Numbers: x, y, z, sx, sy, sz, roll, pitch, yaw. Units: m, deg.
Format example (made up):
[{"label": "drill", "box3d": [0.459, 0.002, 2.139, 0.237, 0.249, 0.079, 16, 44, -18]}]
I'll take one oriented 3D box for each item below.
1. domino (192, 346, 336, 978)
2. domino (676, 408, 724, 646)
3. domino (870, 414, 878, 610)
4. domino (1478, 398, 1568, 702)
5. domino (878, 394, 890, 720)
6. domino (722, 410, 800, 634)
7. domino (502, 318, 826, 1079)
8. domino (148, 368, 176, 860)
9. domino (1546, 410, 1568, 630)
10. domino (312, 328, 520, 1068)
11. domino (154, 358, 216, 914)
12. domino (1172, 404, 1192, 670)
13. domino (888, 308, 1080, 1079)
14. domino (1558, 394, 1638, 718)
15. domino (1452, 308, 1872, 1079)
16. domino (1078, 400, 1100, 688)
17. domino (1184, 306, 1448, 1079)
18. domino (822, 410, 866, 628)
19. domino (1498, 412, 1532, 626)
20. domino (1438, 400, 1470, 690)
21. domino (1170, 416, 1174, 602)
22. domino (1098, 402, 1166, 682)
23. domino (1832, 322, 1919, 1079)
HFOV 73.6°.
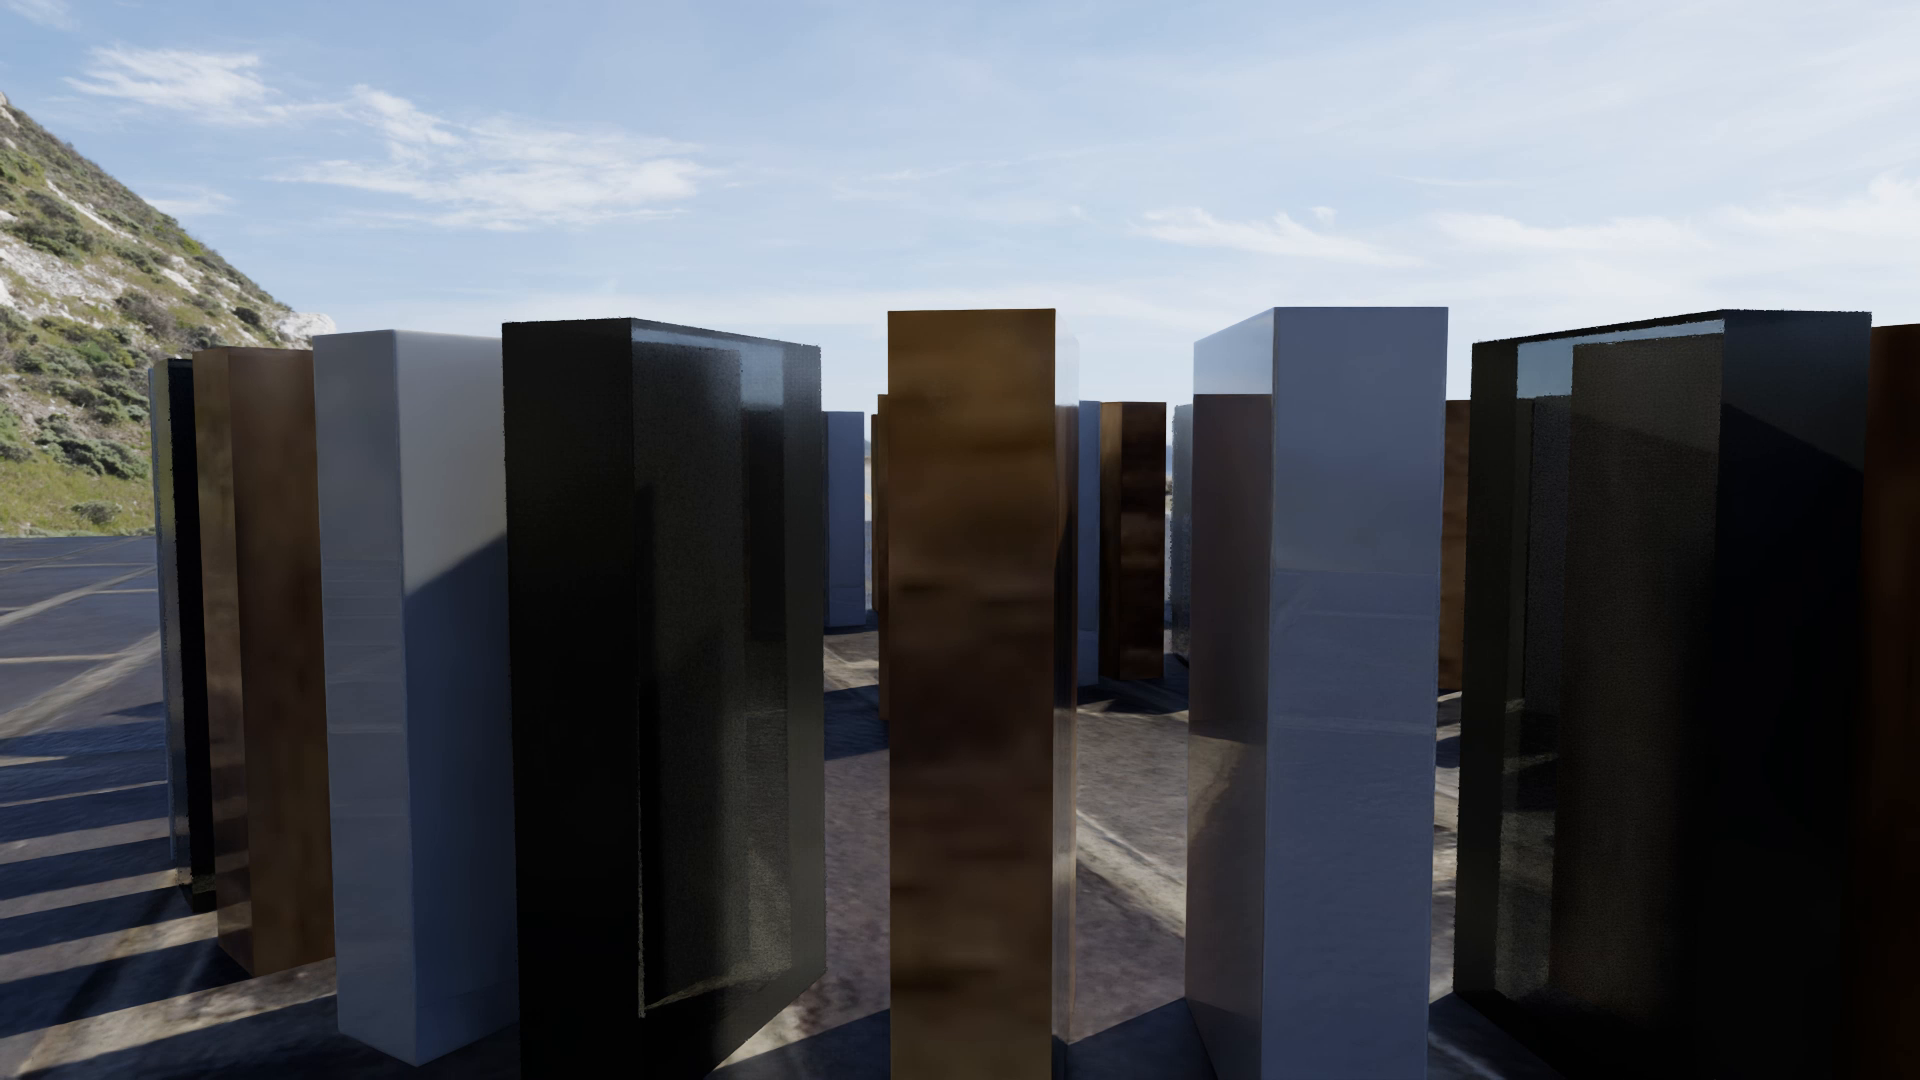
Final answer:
[{"label": "domino", "box3d": [-0.051, 0.009, 0.113, 0.009, 0.050, 0.025, 4, 6, 45]}, {"label": "domino", "box3d": [-0.064, -0.003, 0.280, 0.025, 0.050, 0.010, 3, 5, 35]}, {"label": "domino", "box3d": [-0.013, -0.006, 0.319, 0.009, 0.050, 0.025, -2, 5, -25]}, {"label": "domino", "box3d": [0.101, 0.001, 0.222, 0.025, 0.050, 0.010, -3, 5, -38]}, {"label": "domino", "box3d": [0.000, 0.002, 0.201, 0.025, 0.050, 0.010, 0, 4, 0]}, {"label": "domino", "box3d": [-0.048, -0.005, 0.297, 0.009, 0.050, 0.025, -4, 6, -41]}, {"label": "domino", "box3d": [-0.020, 0.011, 0.091, 0.009, 0.050, 0.025, 2, 5, 20]}, {"label": "domino", "box3d": [-0.073, 0.007, 0.140, 0.025, 0.050, 0.009, -3, 5, -32]}, {"label": "domino", "box3d": [0.146, -0.005, 0.300, 0.009, 0.050, 0.025, 3, 5, 37]}, {"label": "domino", "box3d": [-0.034, 0.010, 0.099, 0.009, 0.050, 0.025, 3, 5, 33]}, {"label": "domino", "box3d": [-0.063, 0.008, 0.126, 0.025, 0.050, 0.009, -3, 5, -38]}, {"label": "domino", "box3d": [0.048, -0.001, 0.247, 0.009, 0.050, 0.025, 0, 4, 0]}, {"label": "domino", "box3d": [0.002, 0.011, 0.086, 0.010, 0.050, 0.025, 1, 4, 8]}, {"label": "domino", "box3d": [0.110, 0.002, 0.206, 0.025, 0.050, 0.010, -2, 5, -22]}, {"label": "domino", "box3d": [0.045, 0.011, 0.086, 0.009, 0.050, 0.025, -1, 4, -10]}, {"label": "domino", "box3d": [0.013, 0.000, 0.232, 0.009, 0.050, 0.025, -4, 6, -39]}, {"label": "domino", "box3d": [0.022, 0.011, 0.085, 0.010, 0.050, 0.025, 0, 4, 0]}, {"label": "domino", "box3d": [-0.033, -0.006, 0.308, 0.009, 0.050, 0.025, -3, 5, -32]}, {"label": "domino", "box3d": [0.131, -0.006, 0.310, 0.010, 0.050, 0.025, 3, 5, 31]}, {"label": "domino", "box3d": [0.090, 0.000, 0.232, 0.010, 0.050, 0.025, 3, 5, 35]}, {"label": "domino", "box3d": [0.061, -0.008, 0.336, 0.009, 0.050, 0.025, 0, 4, 5]}, {"label": "domino", "box3d": [0.027, -0.001, 0.242, 0.010, 0.050, 0.025, -2, 5, -26]}, {"label": "domino", "box3d": [0.061, 0.011, 0.091, 0.009, 0.050, 0.025, -2, 5, -21]}]
